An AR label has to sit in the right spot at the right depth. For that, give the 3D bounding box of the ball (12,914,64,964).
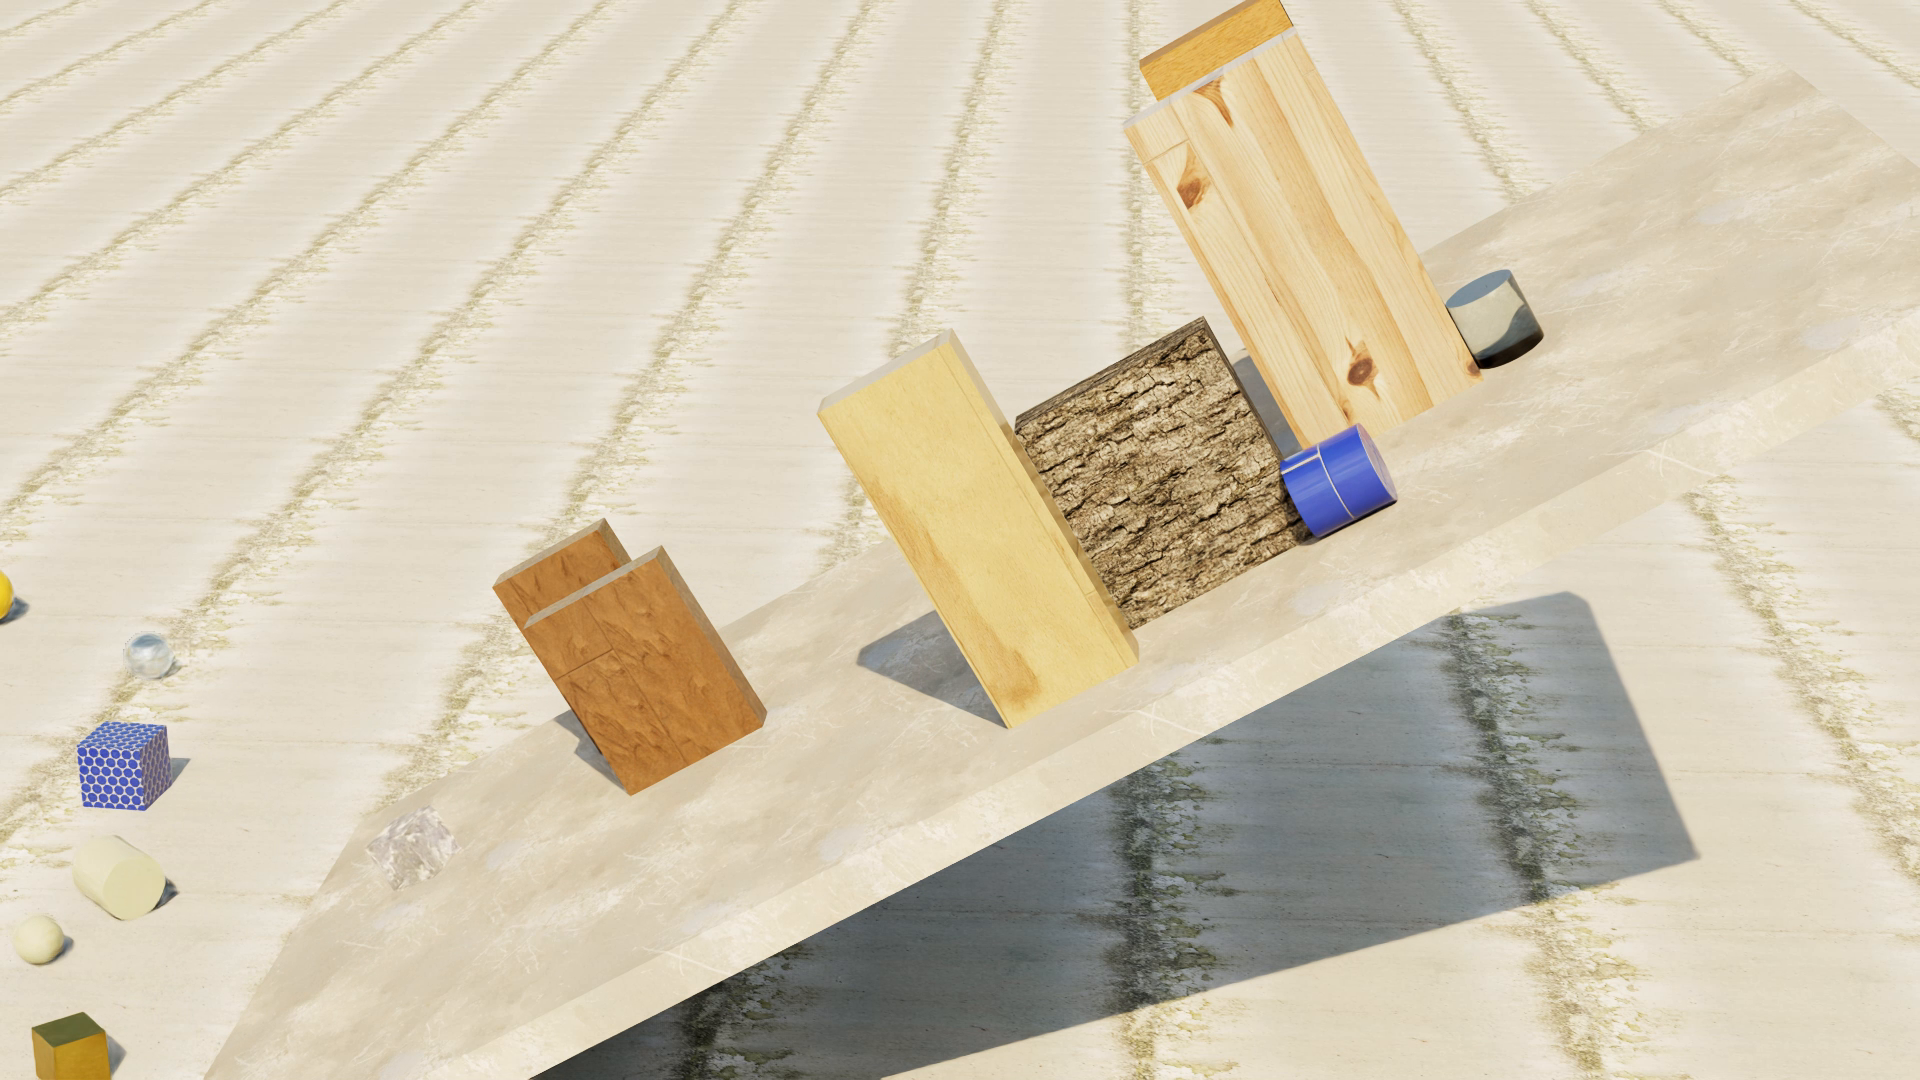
[{"bbox_3d":[-2.206,0.956,7.039,0.117,0.117,0.117,0,18,0],"label":"ball"}]

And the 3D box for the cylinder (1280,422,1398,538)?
[{"bbox_3d":[0.713,-0.112,5.537,0.163,0.163,0.163,-27,13,16],"label":"cylinder"}]

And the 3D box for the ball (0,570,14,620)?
[{"bbox_3d":[-3.082,0.173,9.257,0.199,0.199,0.199,0,18,0],"label":"ball"}]

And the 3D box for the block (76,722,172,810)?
[{"bbox_3d":[-2.265,0.612,7.975,0.178,0.178,0.178,3,19,9],"label":"block"}]

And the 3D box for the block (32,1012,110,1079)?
[{"bbox_3d":[-1.964,1.135,6.498,0.121,0.121,0.121,-14,23,-37],"label":"block"}]

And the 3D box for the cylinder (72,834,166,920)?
[{"bbox_3d":[-2.093,0.837,7.318,0.166,0.166,0.166,-16,24,-39],"label":"cylinder"}]

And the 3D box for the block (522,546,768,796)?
[{"bbox_3d":[-0.689,0.289,6.453,0.344,0.447,0.088,-28,15,12],"label":"block"}]

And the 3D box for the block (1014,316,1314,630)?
[{"bbox_3d":[0.396,-0.125,5.622,0.409,0.459,0.104,-28,15,12],"label":"block"}]

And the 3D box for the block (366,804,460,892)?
[{"bbox_3d":[-1.271,0.717,6.837,0.128,0.128,0.128,-22,17,31],"label":"block"}]

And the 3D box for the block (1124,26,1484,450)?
[{"bbox_3d":[0.687,-0.577,5.869,0.383,0.795,0.097,-28,15,12],"label":"block"}]

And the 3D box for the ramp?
[{"bbox_3d":[0.142,0.168,6.284,4.000,0.100,2.000,-28,15,12],"label":"ramp"}]

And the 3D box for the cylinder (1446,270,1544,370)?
[{"bbox_3d":[1.081,-0.446,5.944,0.147,0.147,0.147,-29,14,8],"label":"cylinder"}]

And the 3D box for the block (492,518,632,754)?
[{"bbox_3d":[-0.839,0.226,6.904,0.293,0.477,0.094,-28,15,12],"label":"block"}]

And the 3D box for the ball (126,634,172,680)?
[{"bbox_3d":[-2.433,0.349,8.825,0.137,0.137,0.137,0,18,0],"label":"ball"}]

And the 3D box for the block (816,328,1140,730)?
[{"bbox_3d":[0.039,-0.017,5.477,0.280,0.709,0.102,-28,15,12],"label":"block"}]

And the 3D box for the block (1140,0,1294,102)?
[{"bbox_3d":[0.744,-0.843,6.724,0.343,0.756,0.119,-28,15,12],"label":"block"}]
